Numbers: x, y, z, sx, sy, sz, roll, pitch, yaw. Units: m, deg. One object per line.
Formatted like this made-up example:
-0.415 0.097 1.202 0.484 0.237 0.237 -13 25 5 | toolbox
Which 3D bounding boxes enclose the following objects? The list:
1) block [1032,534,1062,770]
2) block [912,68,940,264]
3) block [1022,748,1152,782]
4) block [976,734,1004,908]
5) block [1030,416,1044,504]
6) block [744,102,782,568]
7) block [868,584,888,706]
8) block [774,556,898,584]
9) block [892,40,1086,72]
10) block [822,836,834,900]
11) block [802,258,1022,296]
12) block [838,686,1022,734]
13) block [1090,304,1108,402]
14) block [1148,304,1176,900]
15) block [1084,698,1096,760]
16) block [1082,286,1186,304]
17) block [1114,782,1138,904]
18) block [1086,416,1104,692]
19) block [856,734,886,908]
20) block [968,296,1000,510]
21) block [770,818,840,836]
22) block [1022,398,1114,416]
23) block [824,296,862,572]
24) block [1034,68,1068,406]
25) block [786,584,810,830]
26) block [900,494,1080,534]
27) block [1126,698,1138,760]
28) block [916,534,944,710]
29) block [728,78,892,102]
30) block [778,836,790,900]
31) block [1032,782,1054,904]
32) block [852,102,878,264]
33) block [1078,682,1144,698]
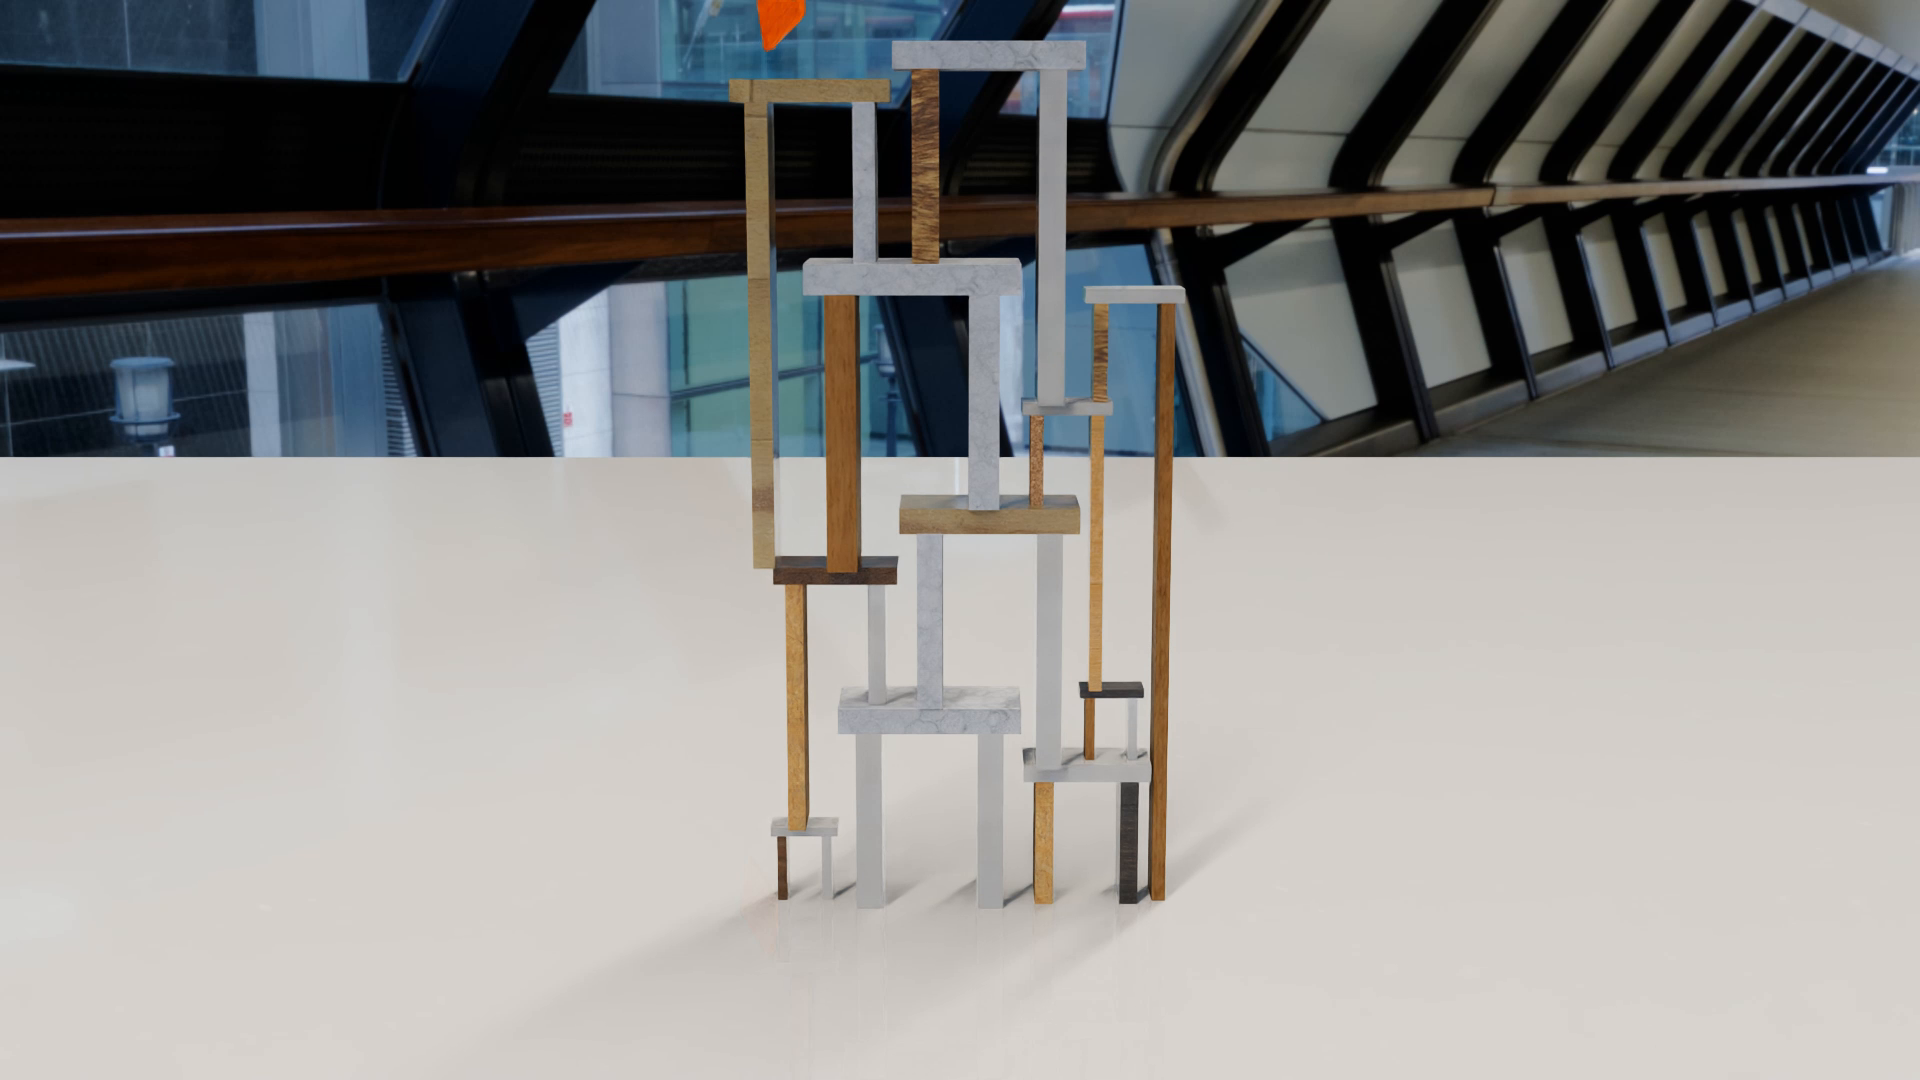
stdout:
0.143 0.168 3.586 0.041 0.386 0.143 0 11 0 | block
-0.053 -0.587 3.451 0.042 0.295 0.148 0 11 0 | block
0.207 0.371 3.630 0.208 0.029 0.104 0 11 0 | block
0.049 0.444 3.645 0.042 0.295 0.148 0 11 0 | block
0.123 -0.134 3.536 0.020 0.144 0.072 0 11 0 | block
-0.313 -0.324 3.502 0.035 0.731 0.123 0 11 0 | block
-0.134 0.160 3.591 0.028 0.199 0.099 0 11 0 | block
-0.200 0.049 3.570 0.199 0.028 0.099 0 11 0 | block
0.044 -0.752 3.420 0.295 0.042 0.148 0 11 0 | block
-0.220 0.537 3.655 0.016 0.110 0.055 0 11 0 | block
-0.074 -0.417 3.479 0.337 0.048 0.169 0 11 0 | block
-0.049 0.279 3.614 0.295 0.042 0.148 0 11 0 | block
0.222 -0.302 3.507 0.022 0.157 0.078 0 11 0 | block
0.328 0.105 3.584 0.022 0.985 0.078 0 11 0 | block
0.213 0.305 3.620 0.015 0.104 0.052 0 11 0 | block
0.275 -0.390 3.491 0.157 0.022 0.078 0 11 -1 | block
0.277 0.487 3.652 0.029 0.208 0.104 0 11 0 | block
0.219 0.017 3.564 0.020 0.451 0.072 0 11 0 | block
-0.147 0.444 3.645 0.042 0.295 0.148 0 11 0 | block
0.038 -0.228 3.515 0.048 0.338 0.169 0 11 0 | block
-0.257 0.475 3.644 0.110 0.016 0.055 0 11 0 | block
0.171 -0.214 3.521 0.144 0.020 0.072 0 11 0 | block
-0.187 -0.179 3.523 0.048 0.437 0.169 0 11 0 | block
0.143 -0.478 3.471 0.042 0.516 0.148 0 11 0 | block
-0.266 0.265 3.610 0.028 0.411 0.099 0 11 0 | block
0.047 -0.042 3.547 0.286 0.041 0.143 0 11 0 | block
0.282 0.305 3.620 0.015 0.104 0.052 0 11 0 | block
-0.048 0.119 3.577 0.041 0.286 0.143 0 11 0 | block
-0.231 -0.701 3.432 0.246 0.035 0.123 0 11 0 | block
-0.293 0.537 3.655 0.016 0.110 0.055 0 11 0 | block
0.138 0.487 3.652 0.029 0.208 0.104 0 11 0 | block
-0.149 -0.563 3.458 0.035 0.246 0.123 0 11 0 | block
0.248 0.246 3.609 0.104 0.015 0.052 0 11 0 | block
